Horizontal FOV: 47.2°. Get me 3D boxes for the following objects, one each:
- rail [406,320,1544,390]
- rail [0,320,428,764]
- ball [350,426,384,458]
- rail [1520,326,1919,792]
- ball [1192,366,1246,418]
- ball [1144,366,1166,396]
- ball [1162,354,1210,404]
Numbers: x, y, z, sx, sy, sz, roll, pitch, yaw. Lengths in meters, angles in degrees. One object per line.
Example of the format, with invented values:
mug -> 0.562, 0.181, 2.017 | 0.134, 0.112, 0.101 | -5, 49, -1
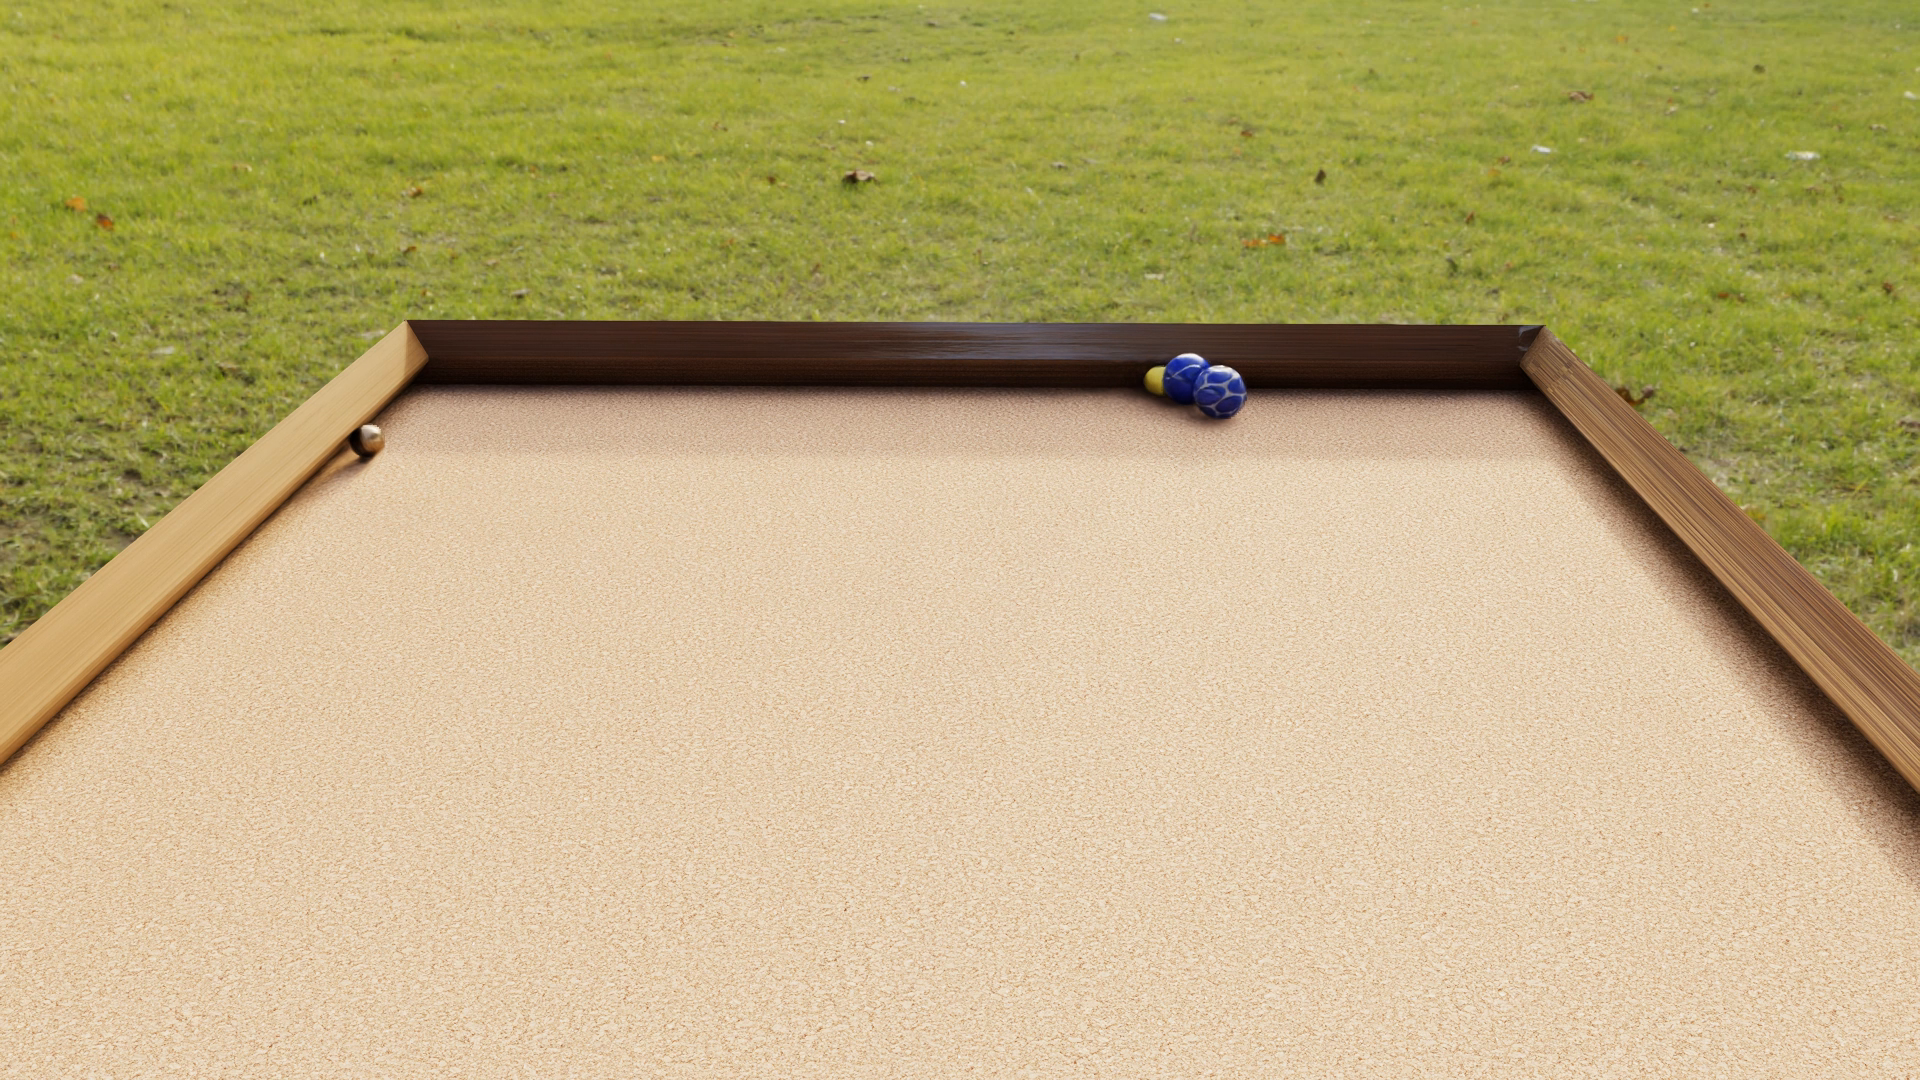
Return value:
rail -> 0.018, -0.286, 3.457 | 1.797, 0.103, 0.045 | 0, 18, 1
rail -> -0.893, 0.243, 1.824 | 0.045, 0.103, 3.520 | 0, 18, 1
ball -> -0.835, -0.138, 3.094 | 0.046, 0.046, 0.046 | 0, 18, 0
rail -> 0.856, 0.255, 1.788 | 0.045, 0.103, 3.520 | 0, 18, 1
ball -> 0.389, -0.222, 3.301 | 0.079, 0.079, 0.079 | 0, 18, 0
ball -> 0.311, -0.248, 3.429 | 0.048, 0.048, 0.048 | 0, 18, 0
ball -> 0.350, -0.247, 3.377 | 0.079, 0.079, 0.079 | 0, 18, 0
